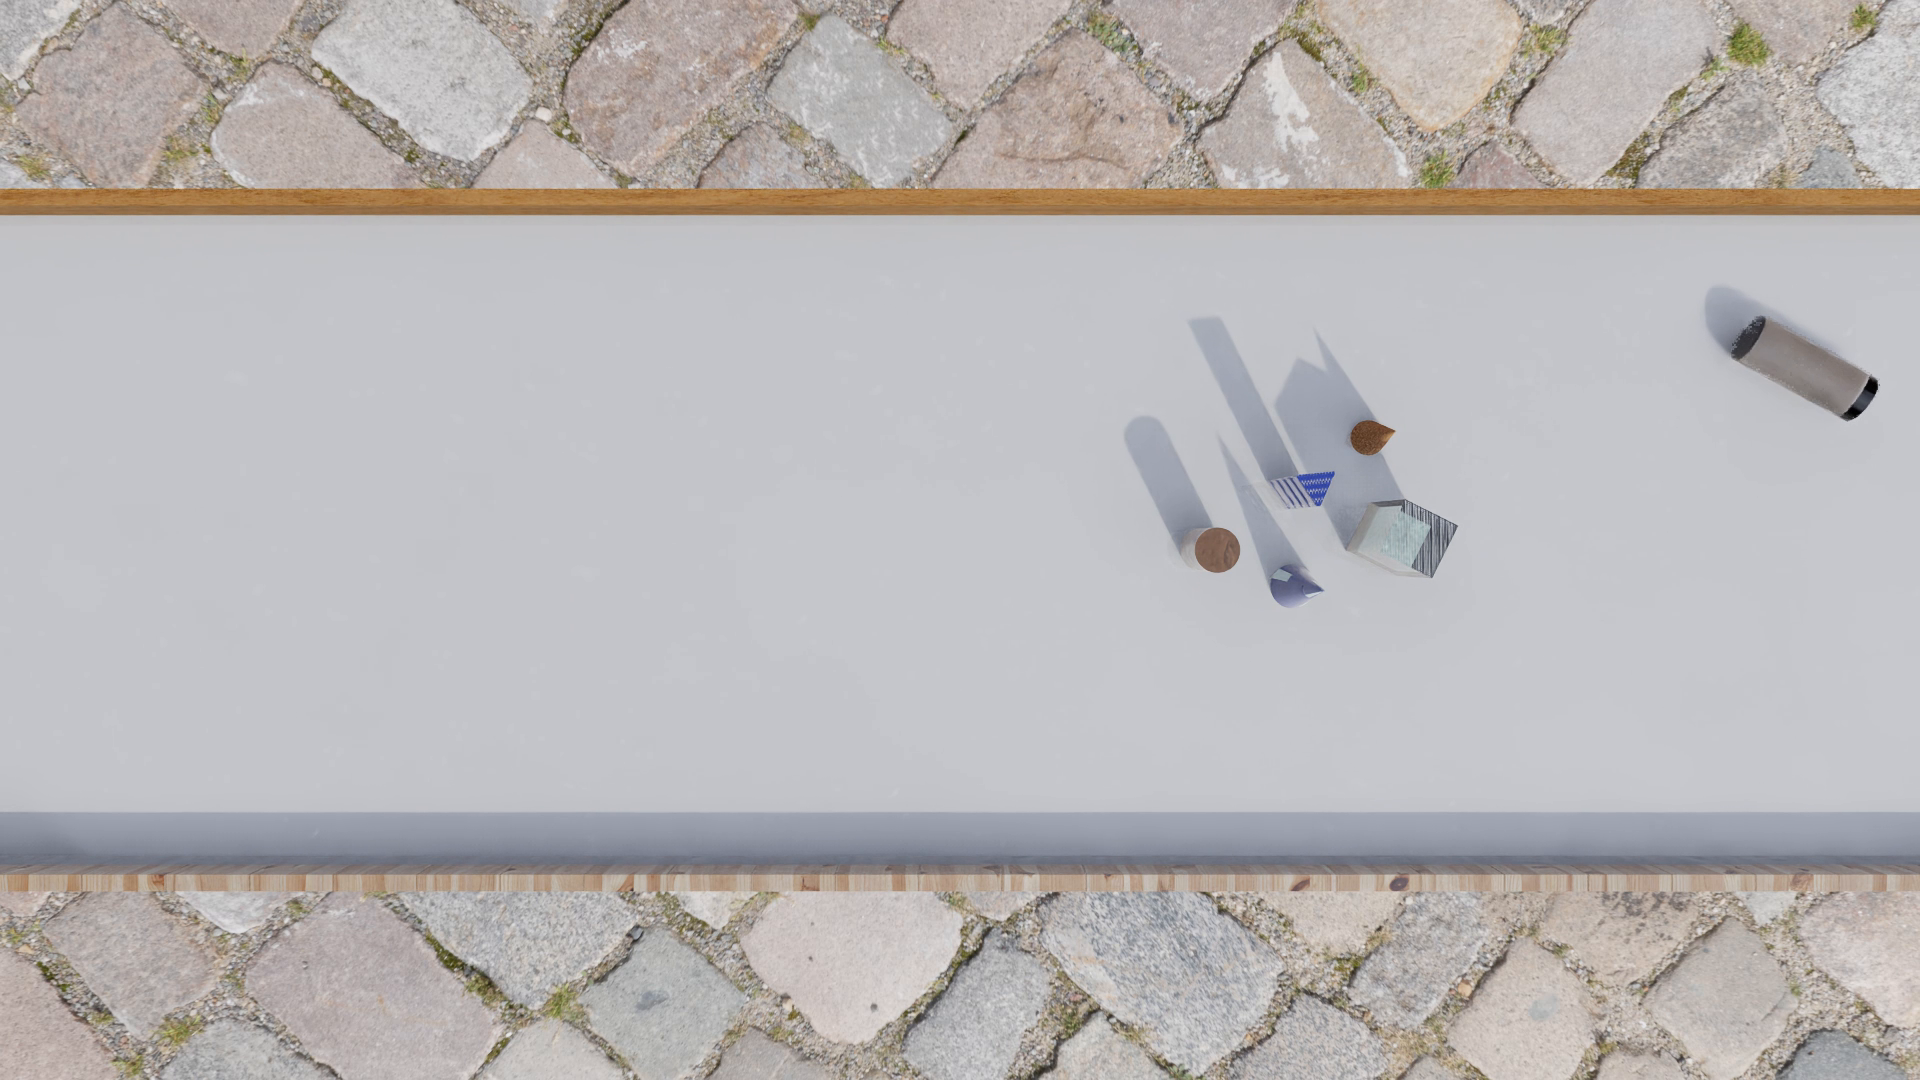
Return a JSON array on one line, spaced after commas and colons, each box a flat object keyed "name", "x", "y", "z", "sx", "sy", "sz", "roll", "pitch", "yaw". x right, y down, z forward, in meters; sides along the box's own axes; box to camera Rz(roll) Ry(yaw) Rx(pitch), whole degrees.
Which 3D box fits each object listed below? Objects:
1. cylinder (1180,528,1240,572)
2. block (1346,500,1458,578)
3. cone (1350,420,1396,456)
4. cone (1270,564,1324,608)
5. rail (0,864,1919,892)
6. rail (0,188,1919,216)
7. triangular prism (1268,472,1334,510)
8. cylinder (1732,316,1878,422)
[{"name": "cylinder", "x": 0.743, "y": 0.029, "z": 4.918, "sx": 0.132, "sy": 0.317, "sz": 0.132, "roll": 0, "pitch": 90, "yaw": 0}, {"name": "block", "x": 1.300, "y": -0.003, "z": 4.873, "sx": 0.167, "sy": 0.408, "sz": 0.167, "roll": 27, "pitch": 90, "yaw": 0}, {"name": "cone", "x": 1.257, "y": -0.315, "z": 4.914, "sx": 0.108, "sy": 0.325, "sz": 0.108, "roll": 0, "pitch": 90, "yaw": 0}, {"name": "cone", "x": 1.023, "y": 0.142, "z": 4.849, "sx": 0.136, "sy": 0.455, "sz": 0.136, "roll": 0, "pitch": 90, "yaw": 0}, {"name": "rail", "x": -2.247, "y": 1.025, "z": 5.001, "sx": 12.000, "sy": 0.150, "sz": 0.050, "roll": 0, "pitch": 90, "yaw": 0}, {"name": "rail", "x": -2.247, "y": -1.025, "z": 5.002, "sx": 12.000, "sy": 0.150, "sz": 0.050, "roll": 0, "pitch": 90, "yaw": 0}, {"name": "triangular prism", "x": 1.013, "y": -0.164, "z": 4.850, "sx": 0.091, "sy": 0.453, "sz": 0.106, "roll": -35, "pitch": 90, "yaw": 0}, {"name": "cylinder", "x": 2.560, "y": -0.519, "z": 5.001, "sx": 0.387, "sy": 0.150, "sz": 0.150, "roll": 29, "pitch": 90, "yaw": 0}]
